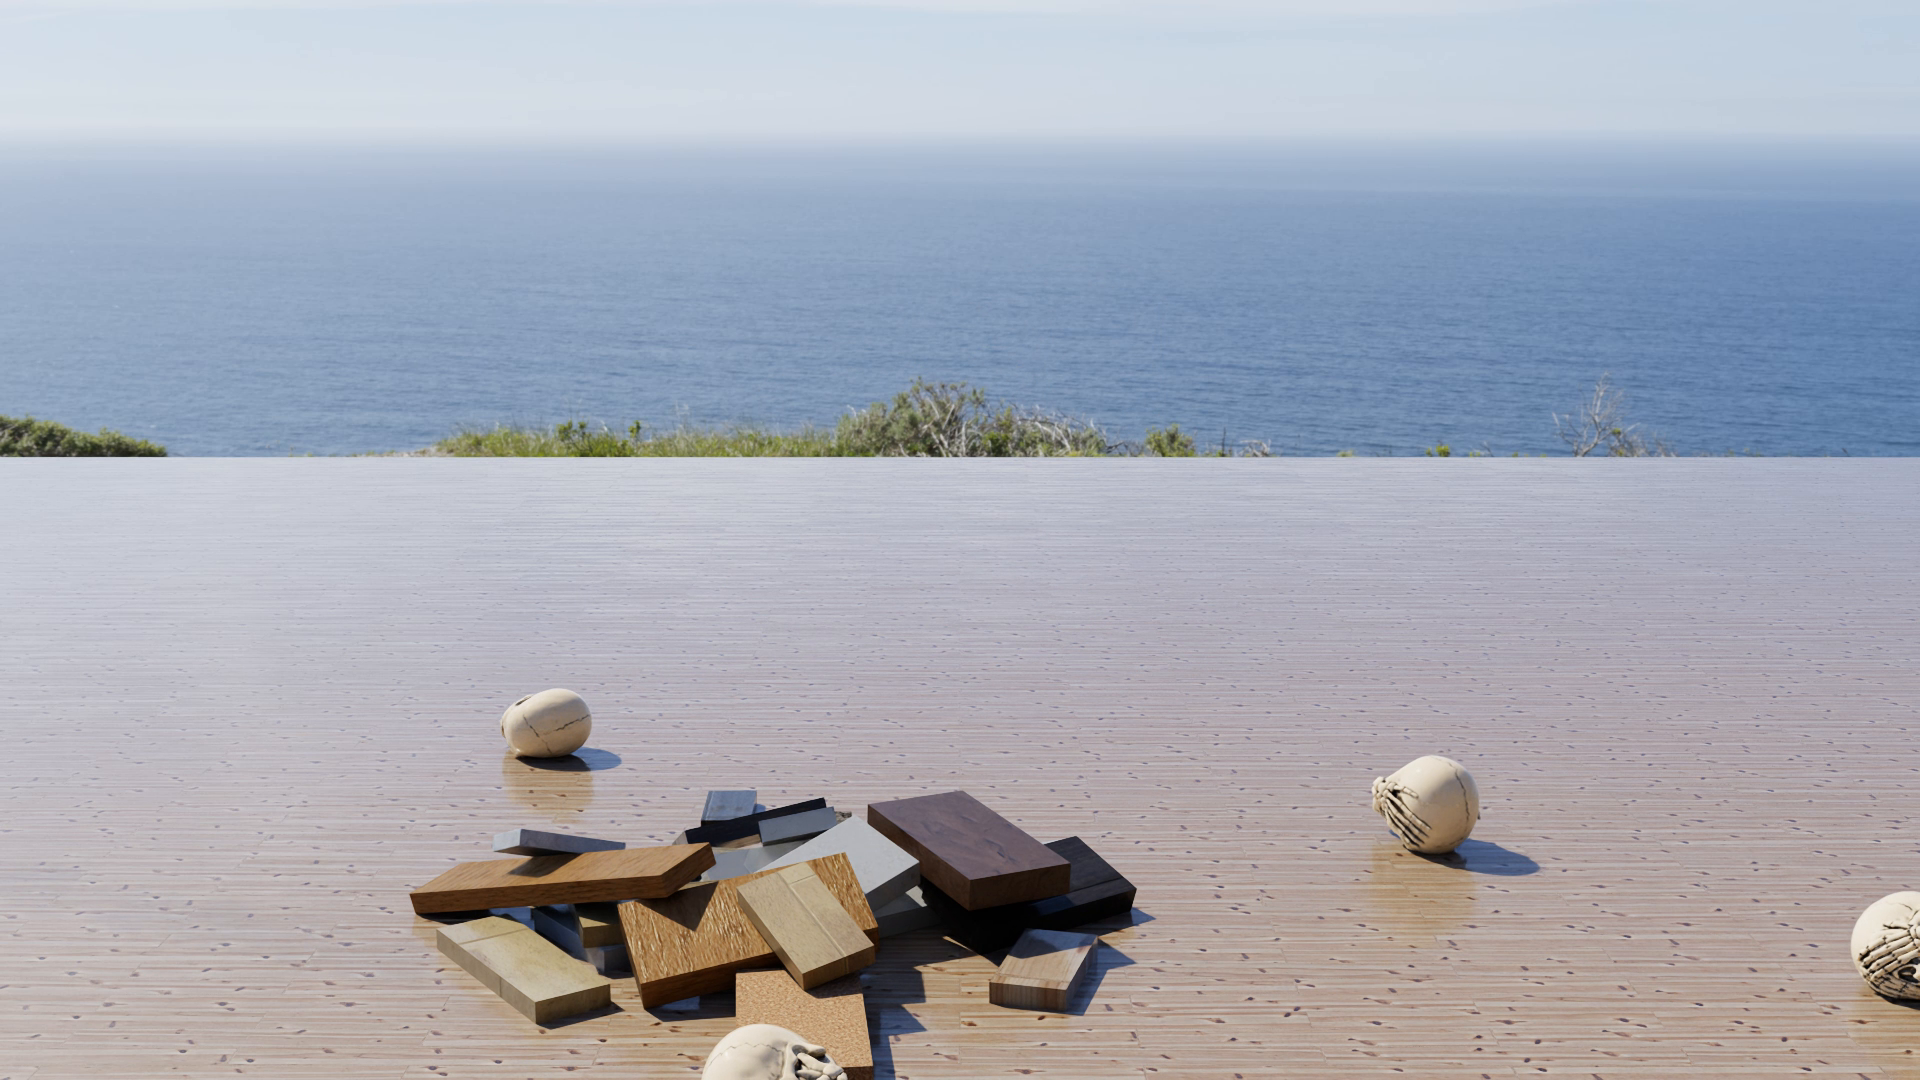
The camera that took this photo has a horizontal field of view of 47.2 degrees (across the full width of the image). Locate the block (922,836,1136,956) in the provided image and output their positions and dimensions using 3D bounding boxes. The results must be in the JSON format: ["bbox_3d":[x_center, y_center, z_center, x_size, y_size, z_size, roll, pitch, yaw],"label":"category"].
[{"bbox_3d":[0.113,0.567,3.534,0.316,0.045,0.158,-8,32,-38],"label":"block"}]

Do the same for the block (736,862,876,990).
[{"bbox_3d":[-0.228,0.563,3.224,0.114,0.032,0.229,-18,33,-24],"label":"block"}]

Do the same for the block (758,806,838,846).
[{"bbox_3d":[-0.274,0.498,3.725,0.126,0.036,0.251,-11,-14,-7],"label":"block"}]

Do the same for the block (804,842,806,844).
[{"bbox_3d":[-0.127,0.518,3.721,0.090,0.026,0.318,-10,-11,35],"label":"block"}]

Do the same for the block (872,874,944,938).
[{"bbox_3d":[-0.104,0.563,3.551,0.316,0.045,0.158,-7,33,-34],"label":"block"}]

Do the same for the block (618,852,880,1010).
[{"bbox_3d":[-0.317,0.581,3.289,0.356,0.050,0.178,-11,34,-15],"label":"block"}]

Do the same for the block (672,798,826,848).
[{"bbox_3d":[-0.364,0.503,3.813,0.251,0.036,0.126,-11,-14,-21],"label":"block"}]

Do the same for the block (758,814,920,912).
[{"bbox_3d":[-0.233,0.551,3.420,0.316,0.045,0.158,-27,40,-34],"label":"block"}]

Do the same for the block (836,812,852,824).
[{"bbox_3d":[-0.244,0.526,3.942,0.090,0.026,0.181,0,11,0],"label":"block"}]

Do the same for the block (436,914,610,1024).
[{"bbox_3d":[-0.660,0.640,3.307,0.118,0.034,0.360,-7,13,-35],"label":"block"}]

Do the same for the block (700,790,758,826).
[{"bbox_3d":[-0.427,0.503,4.069,0.090,0.026,0.181,0,11,-2],"label":"block"}]

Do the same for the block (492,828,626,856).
[{"bbox_3d":[-0.649,0.498,3.562,0.189,0.027,0.094,14,-21,-36],"label":"block"}]

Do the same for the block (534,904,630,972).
[{"bbox_3d":[-0.561,0.614,3.450,0.118,0.034,0.237,-8,13,-36],"label":"block"}]

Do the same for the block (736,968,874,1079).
[{"bbox_3d":[-0.220,0.681,3.042,0.178,0.050,0.356,-1,11,-6],"label":"block"}]

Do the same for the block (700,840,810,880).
[{"bbox_3d":[-0.315,0.555,3.619,0.208,0.029,0.104,-5,48,-27],"label":"block"}]

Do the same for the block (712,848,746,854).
[{"bbox_3d":[-0.391,0.530,3.668,0.111,0.016,0.055,6,11,-17],"label":"block"}]

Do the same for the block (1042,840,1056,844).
[{"bbox_3d":[0.102,0.558,3.754,0.229,0.032,0.114,-5,12,-25],"label":"block"}]

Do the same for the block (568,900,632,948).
[{"bbox_3d":[-0.548,0.578,3.456,0.118,0.034,0.237,-3,11,-17],"label":"block"}]

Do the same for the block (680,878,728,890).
[{"bbox_3d":[-0.363,0.586,3.504,0.208,0.029,0.104,-3,34,-17],"label":"block"}]

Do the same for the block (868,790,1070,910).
[{"bbox_3d":[0.009,0.494,3.533,0.178,0.050,0.356,-5,15,-28],"label":"block"}]

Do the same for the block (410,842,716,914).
[{"bbox_3d":[-0.635,0.536,3.477,0.540,0.036,0.126,-9,11,33],"label":"block"}]

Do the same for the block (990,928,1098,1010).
[{"bbox_3d":[0.127,0.642,3.299,0.114,0.032,0.229,3,11,15],"label":"block"}]

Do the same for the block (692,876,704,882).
[{"bbox_3d":[-0.551,0.577,3.664,0.315,0.027,0.095,-1,11,-3],"label":"block"}]
